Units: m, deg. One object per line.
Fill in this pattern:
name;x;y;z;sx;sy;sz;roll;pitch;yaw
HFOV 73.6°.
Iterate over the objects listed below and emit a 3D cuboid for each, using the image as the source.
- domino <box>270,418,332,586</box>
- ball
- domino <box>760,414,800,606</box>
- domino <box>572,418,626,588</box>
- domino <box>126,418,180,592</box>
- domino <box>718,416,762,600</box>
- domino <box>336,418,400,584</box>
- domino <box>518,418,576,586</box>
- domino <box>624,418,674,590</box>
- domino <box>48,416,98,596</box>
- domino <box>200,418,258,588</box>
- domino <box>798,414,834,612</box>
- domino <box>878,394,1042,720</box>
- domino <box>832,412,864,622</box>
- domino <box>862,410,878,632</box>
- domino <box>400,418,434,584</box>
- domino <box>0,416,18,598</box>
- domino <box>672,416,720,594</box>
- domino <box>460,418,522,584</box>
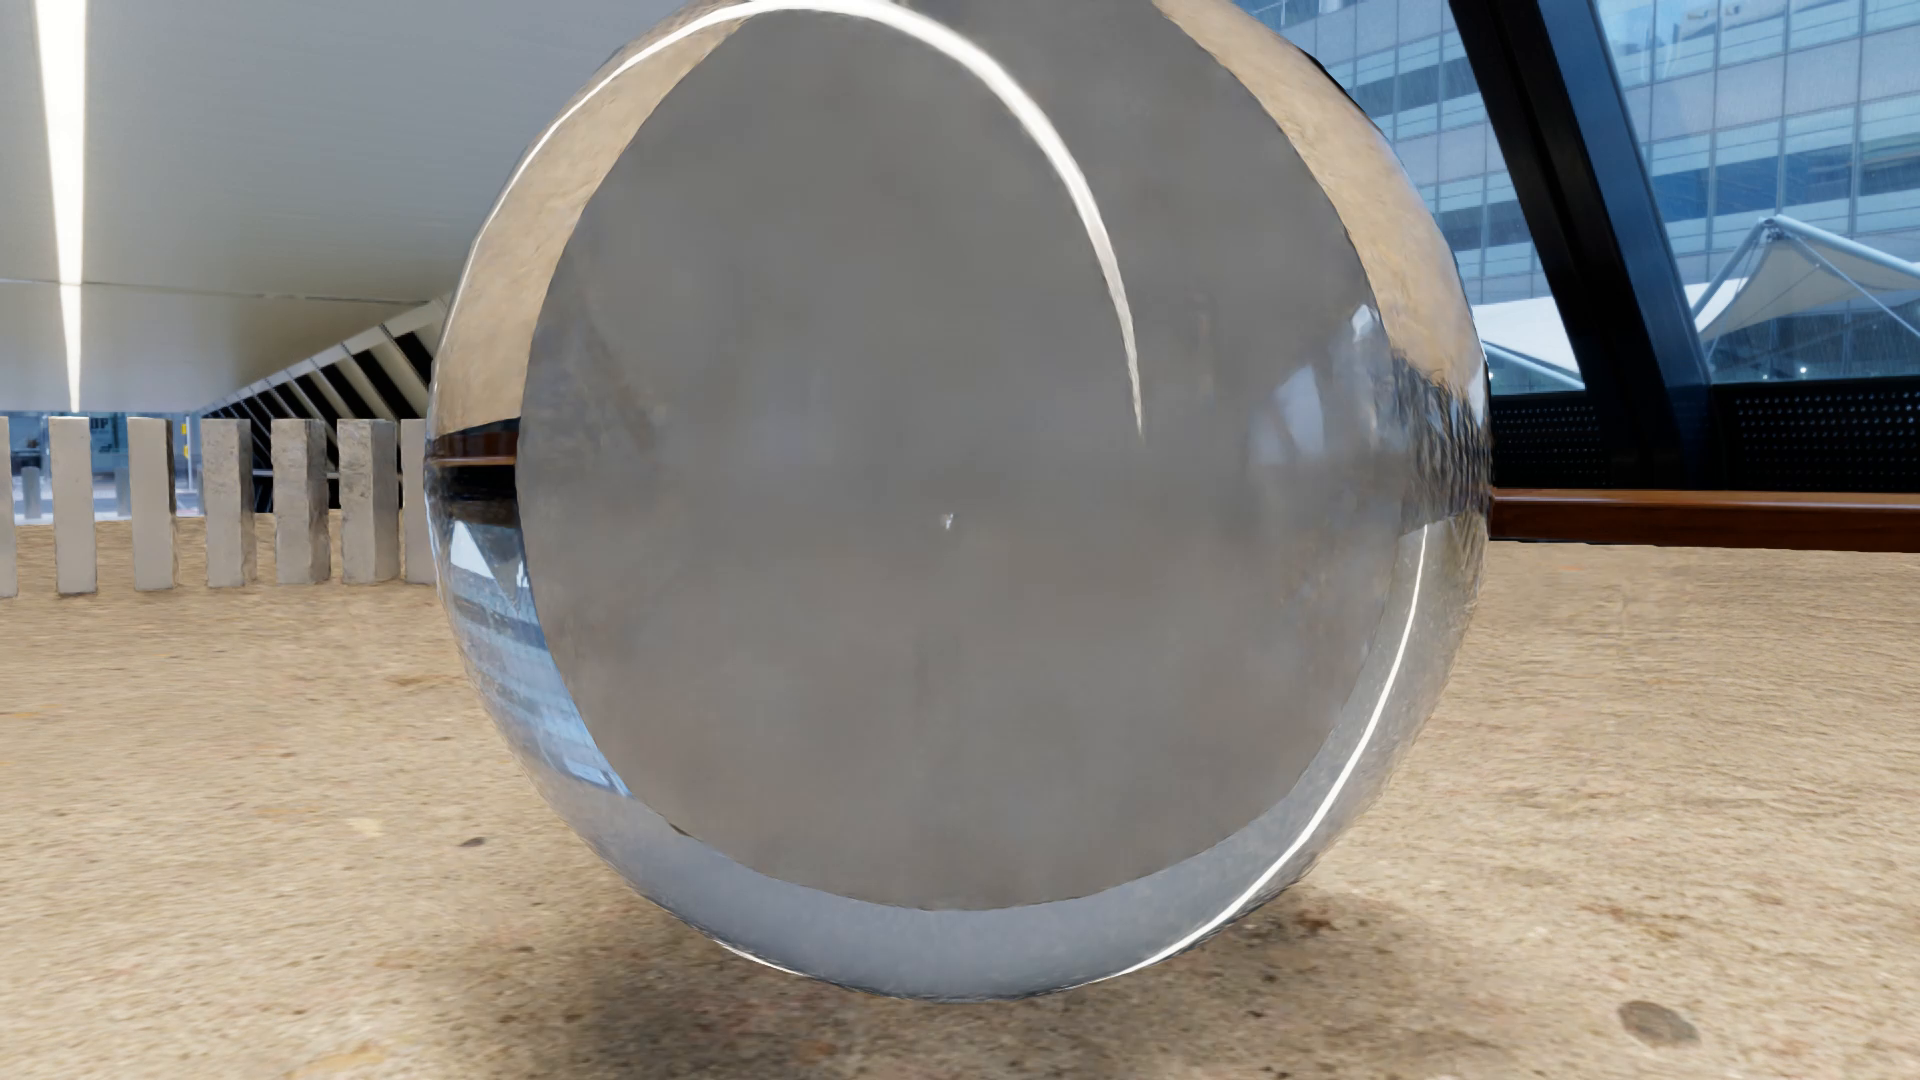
domino;-0.203;-0.012;0.396;0.010;0.050;0.025;-1;4;-13
ball;0.000;-0.005;0.103;0.080;0.080;0.080;0;4;0
domino;-0.041;-0.009;0.348;0.025;0.050;0.010;-4;6;-43
domino;-0.106;-0.012;0.391;0.010;0.050;0.025;2;5;20
domino;-0.240;-0.011;0.383;0.010;0.050;0.025;-2;5;-28
domino;-0.055;-0.010;0.361;0.010;0.050;0.025;4;6;40
domino;-0.184;-0.012;0.400;0.009;0.050;0.025;-1;4;-7
domino;-0.125;-0.012;0.397;0.009;0.050;0.025;1;4;13
domino;-0.088;-0.011;0.383;0.009;0.050;0.025;2;5;27
domino;-0.257;-0.010;0.372;0.009;0.050;0.025;-3;5;-34
domino;-0.222;-0.012;0.391;0.009;0.050;0.025;-2;5;-20
domino;-0.028;-0.007;0.332;0.025;0.050;0.009;-3;5;-36
domino;0.000;0.002;0.201;0.025;0.050;0.009;0;4;0
domino;-0.018;-0.006;0.316;0.025;0.050;0.009;-2;5;-29
domino;-0.009;-0.005;0.298;0.025;0.050;0.010;-2;5;-22
domino;-0.164;-0.013;0.401;0.010;0.050;0.025;0;4;0
domino;-0.273;-0.009;0.360;0.010;0.050;0.025;-4;6;-40
domino;-0.071;-0.010;0.373;0.009;0.050;0.025;3;5;34
domino;-0.144;-0.012;0.400;0.010;0.050;0.025;1;4;7
